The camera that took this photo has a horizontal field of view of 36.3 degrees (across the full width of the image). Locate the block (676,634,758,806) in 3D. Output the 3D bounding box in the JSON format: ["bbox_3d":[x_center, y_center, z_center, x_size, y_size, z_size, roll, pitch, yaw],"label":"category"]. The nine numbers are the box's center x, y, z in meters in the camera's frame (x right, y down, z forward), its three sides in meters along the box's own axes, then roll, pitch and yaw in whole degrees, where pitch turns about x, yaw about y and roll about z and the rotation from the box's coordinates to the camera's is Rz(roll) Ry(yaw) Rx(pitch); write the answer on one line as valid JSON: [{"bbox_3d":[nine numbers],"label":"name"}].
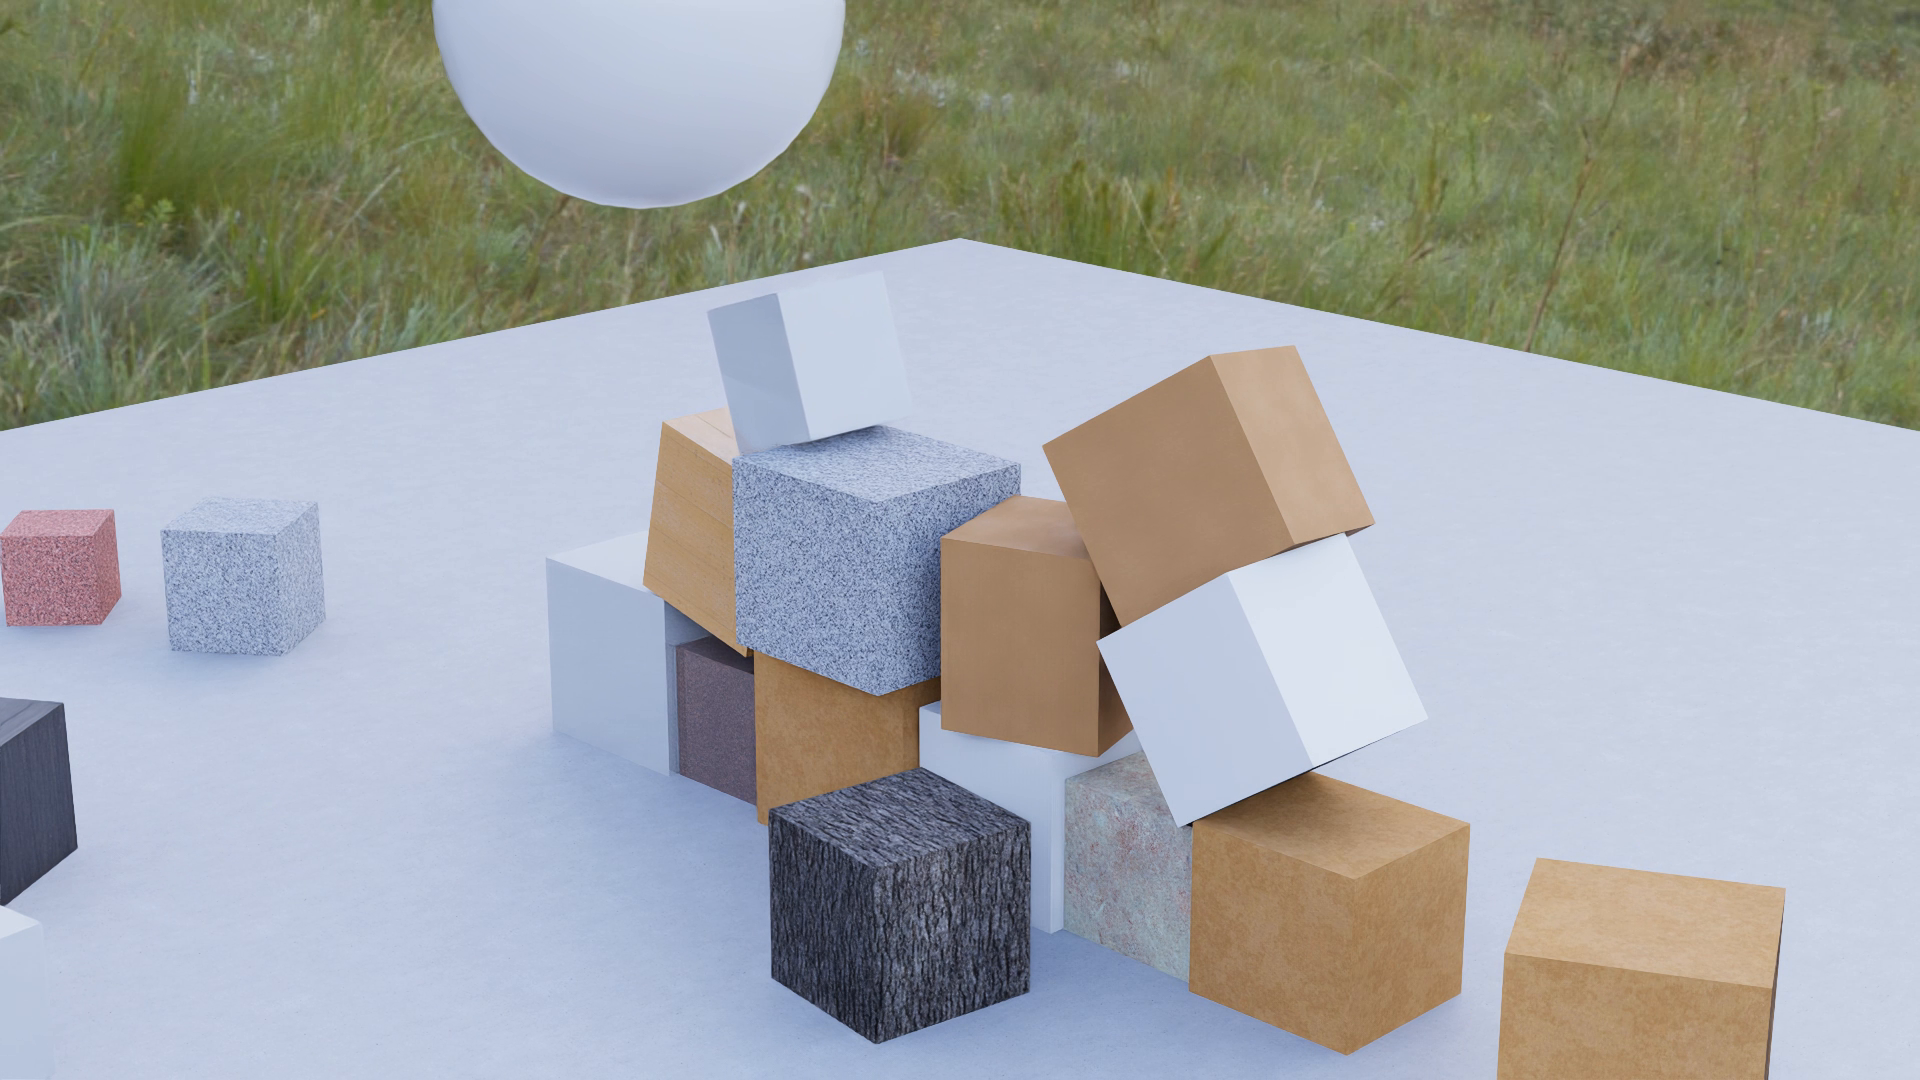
[{"bbox_3d":[-0.874,0.842,14.536,0.759,0.678,0.721,-17,24,-42],"label":"block"}]

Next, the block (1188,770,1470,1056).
[{"bbox_3d":[1.531,1.531,12.190,0.828,0.769,0.785,16,24,42],"label":"block"}]

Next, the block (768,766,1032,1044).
[{"bbox_3d":[-0.253,1.510,12.255,0.792,0.771,0.765,-13,21,-35],"label":"block"}]

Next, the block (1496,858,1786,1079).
[{"bbox_3d":[2.529,1.843,10.908,0.929,0.942,0.891,6,18,17],"label":"block"}]

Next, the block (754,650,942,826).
[{"bbox_3d":[-0.272,0.894,13.885,0.965,0.969,1.007,-17,24,-42],"label":"block"}]

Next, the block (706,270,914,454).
[{"bbox_3d":[-0.699,-0.828,13.699,0.597,0.688,0.621,-16,5,-36],"label":"block"}]

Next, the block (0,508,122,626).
[{"bbox_3d":[-5.199,0.156,16.954,0.532,0.536,0.524,-1,17,-2],"label":"block"}]

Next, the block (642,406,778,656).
[{"bbox_3d":[-0.923,-0.089,14.240,0.823,0.889,0.805,-16,36,-41],"label":"block"}]

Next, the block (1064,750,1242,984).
[{"bbox_3d":[0.974,1.379,12.772,0.717,0.710,0.747,-16,23,-41],"label":"block"}]

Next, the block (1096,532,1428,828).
[{"bbox_3d":[1.251,0.581,12.181,0.760,0.845,0.835,-17,-10,-43],"label":"block"}]

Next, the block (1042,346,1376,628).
[{"bbox_3d":[1.054,-0.233,12.372,0.877,0.841,0.824,-28,-8,31],"label":"block"}]

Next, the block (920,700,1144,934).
[{"bbox_3d":[0.404,1.151,13.285,0.837,0.839,0.822,-17,24,-42],"label":"block"}]

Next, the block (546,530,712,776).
[{"bbox_3d":[-1.471,0.541,15.064,0.943,0.936,0.873,17,24,42],"label":"block"}]

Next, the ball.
[{"bbox_3d":[-1.243,-2.090,11.382,1.600,1.600,1.600,0,17,0],"label":"ball"}]

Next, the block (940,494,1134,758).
[{"bbox_3d":[0.418,0.364,12.915,0.755,0.883,0.730,9,19,25],"label":"block"}]

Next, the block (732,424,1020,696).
[{"bbox_3d":[-0.380,0.066,13.416,0.886,0.892,0.972,-16,24,-41],"label":"block"}]

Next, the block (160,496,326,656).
[{"bbox_3d":[-4.032,0.199,16.531,0.669,0.709,0.648,3,18,8],"label":"block"}]

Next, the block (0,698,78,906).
[{"bbox_3d":[-4.601,1.200,13.310,0.764,0.729,0.874,4,18,12],"label":"block"}]

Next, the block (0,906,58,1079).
[{"bbox_3d":[-4.096,1.833,11.422,0.700,0.654,0.792,13,22,35],"label":"block"}]
